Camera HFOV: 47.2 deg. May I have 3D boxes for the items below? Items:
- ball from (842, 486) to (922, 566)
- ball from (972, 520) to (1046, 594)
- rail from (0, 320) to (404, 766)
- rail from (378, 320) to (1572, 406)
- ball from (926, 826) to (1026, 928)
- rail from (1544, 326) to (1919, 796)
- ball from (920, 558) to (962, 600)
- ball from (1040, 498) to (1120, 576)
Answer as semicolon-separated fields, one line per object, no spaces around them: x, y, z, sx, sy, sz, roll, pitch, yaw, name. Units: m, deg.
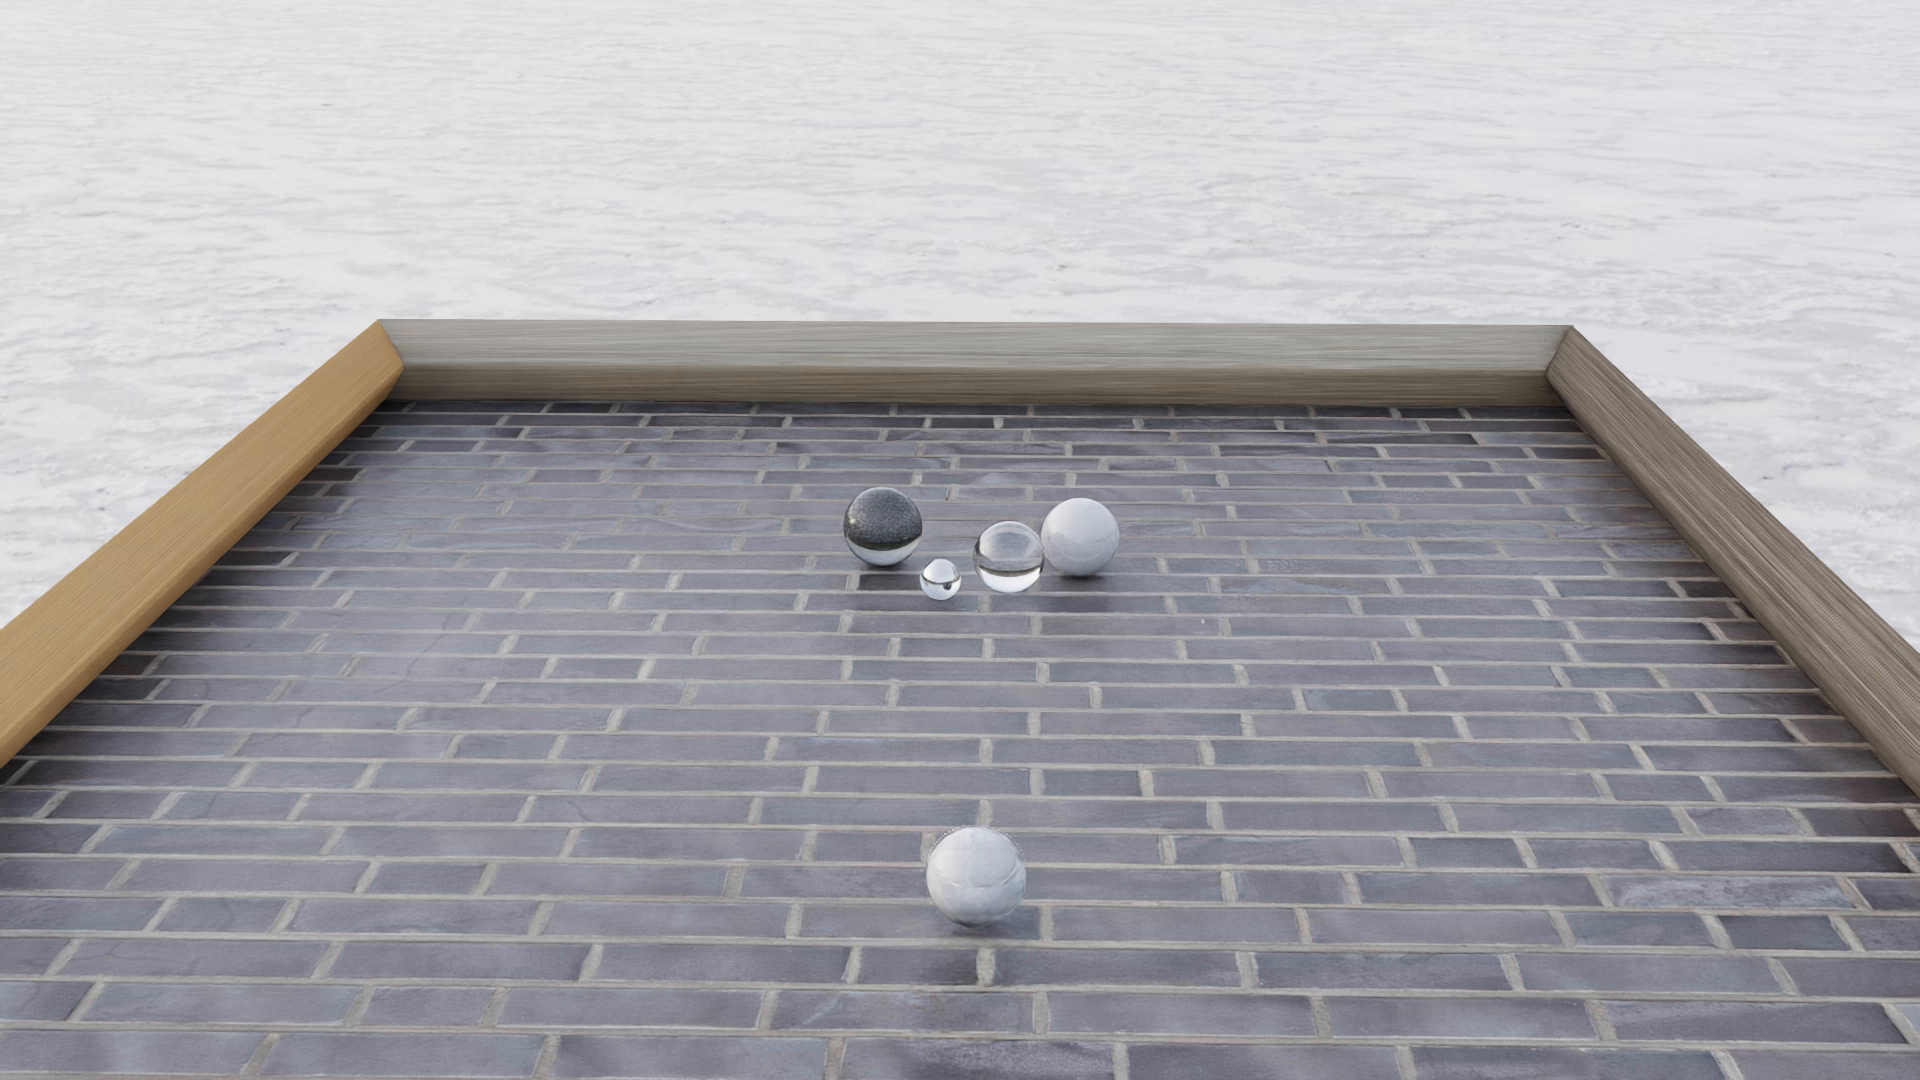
-0.090;-0.016;2.546;0.093;0.093;0.093;0;19;0;ball
0.055;0.019;2.460;0.082;0.082;0.082;0;19;0;ball
-0.865;0.213;1.824;0.045;0.120;2.998;0;19;1;rail
0.016;-0.253;3.203;1.744;0.120;0.045;0;19;1;rail
0.013;0.266;1.735;0.079;0.079;0.079;0;19;0;ball
0.831;0.225;1.788;0.045;0.120;2.998;0;19;1;rail
-0.022;0.044;2.443;0.046;0.046;0.046;0;19;0;ball
0.137;-0.004;2.515;0.090;0.090;0.090;0;19;0;ball
